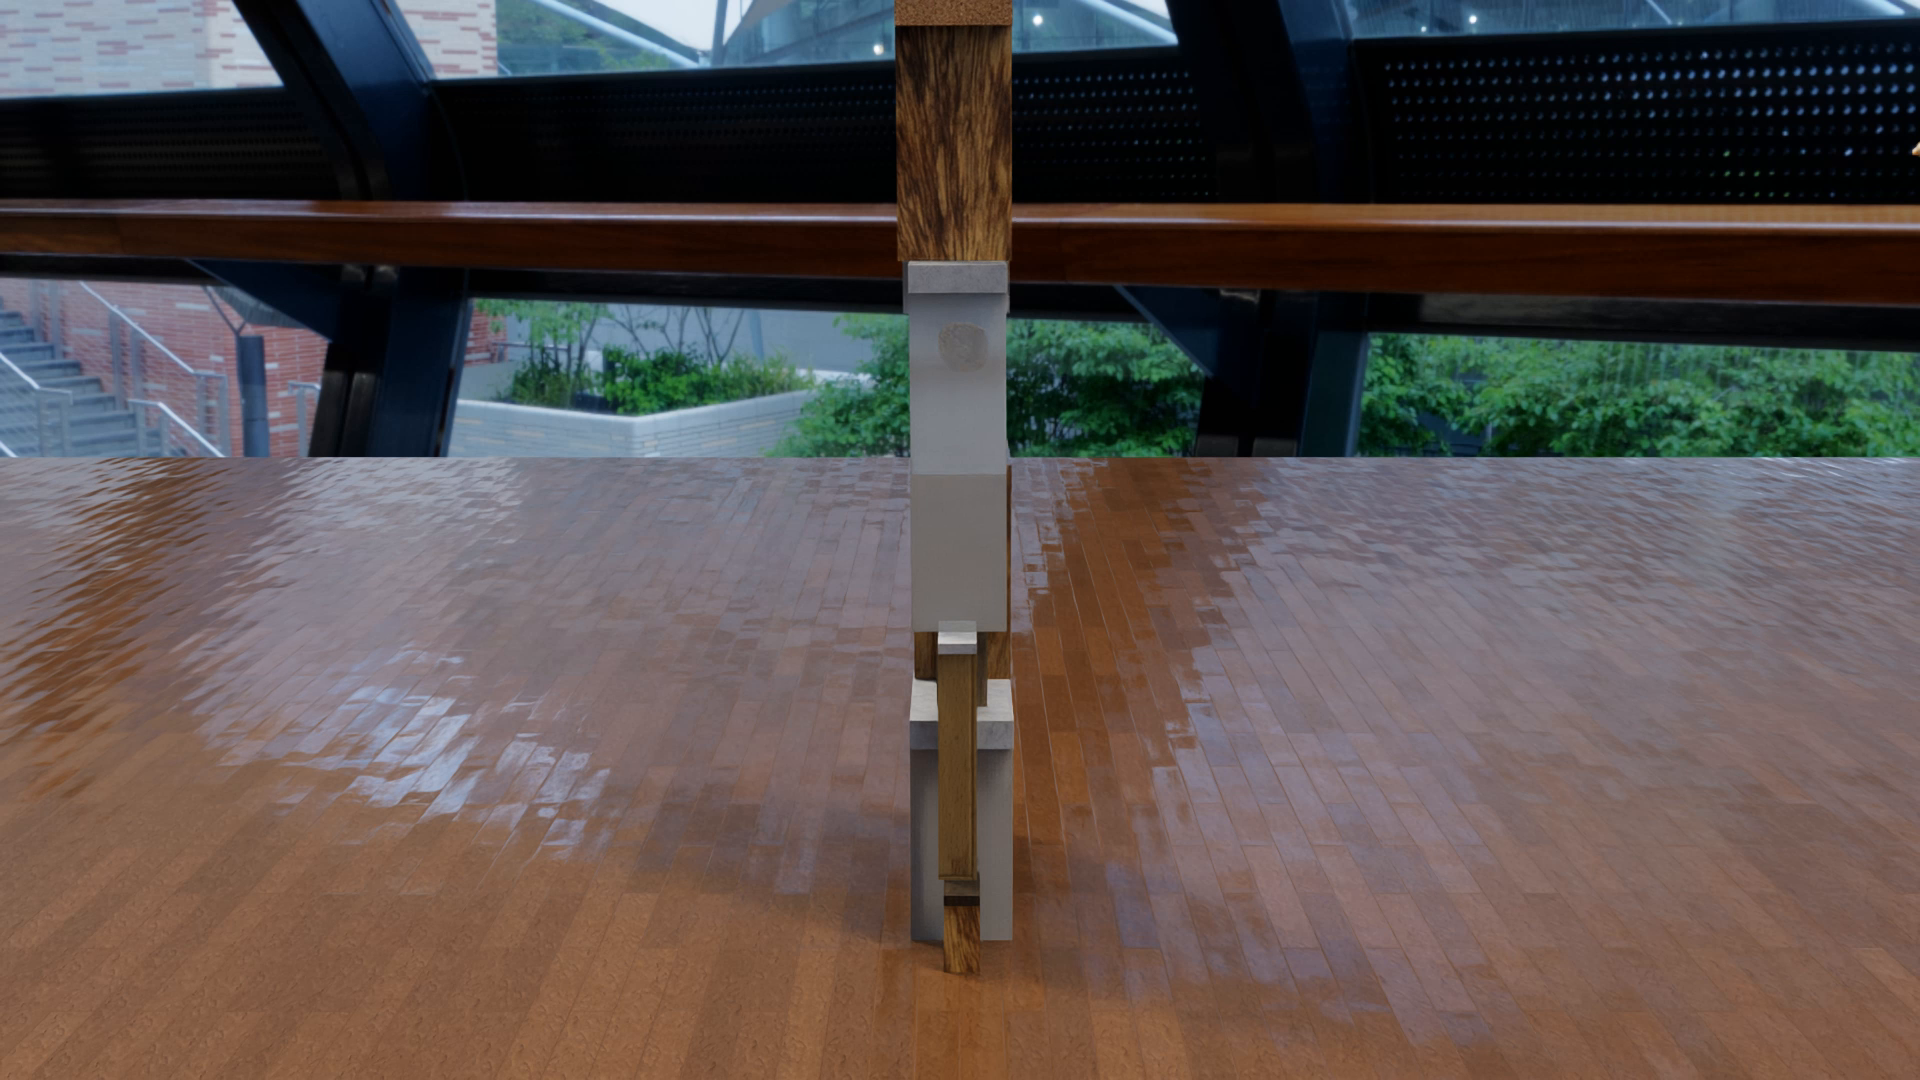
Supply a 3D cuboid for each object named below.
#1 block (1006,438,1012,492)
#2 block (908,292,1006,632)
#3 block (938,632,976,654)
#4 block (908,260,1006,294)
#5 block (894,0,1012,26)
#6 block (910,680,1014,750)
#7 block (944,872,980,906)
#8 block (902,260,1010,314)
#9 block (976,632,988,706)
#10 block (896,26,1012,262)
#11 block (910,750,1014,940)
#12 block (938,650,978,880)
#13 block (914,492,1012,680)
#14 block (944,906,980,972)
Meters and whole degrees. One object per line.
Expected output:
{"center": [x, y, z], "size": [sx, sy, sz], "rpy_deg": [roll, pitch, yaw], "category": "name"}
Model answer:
{"center": [0.004, -0.127, 3.680], "size": [0.158, 0.045, 0.316], "rpy_deg": [0, 11, 0], "category": "block"}
{"center": [-0.002, -0.118, 3.333], "size": [0.145, 0.518, 0.041], "rpy_deg": [0, 10, 0], "category": "block"}
{"center": [-0.004, 0.152, 3.342], "size": [0.059, 0.017, 0.117], "rpy_deg": [0, 10, 0], "category": "block"}
{"center": [-0.003, -0.410, 3.377], "size": [0.145, 0.041, 0.291], "rpy_deg": [0, 10, 0], "category": "block"}
{"center": [-0.009, -0.815, 3.409], "size": [0.174, 0.049, 0.347], "rpy_deg": [0, 11, 0], "category": "block"}
{"center": [0.003, 0.269, 3.522], "size": [0.160, 0.045, 0.320], "rpy_deg": [0, 11, 0], "category": "block"}
{"center": [0.003, 0.531, 3.348], "size": [0.054, 0.015, 0.109], "rpy_deg": [0, 11, 0], "category": "block"}
{"center": [-0.008, -0.593, 3.568], "size": [0.174, 0.446, 0.049], "rpy_deg": [0, 10, 0], "category": "block"}
{"center": [0.004, 0.182, 3.439], "size": [0.078, 0.157, 0.022], "rpy_deg": [0, 11, 0], "category": "block"}
{"center": [-0.009, -0.599, 3.332], "size": [0.174, 0.347, 0.049], "rpy_deg": [0, 10, 0], "category": "block"}
{"center": [0.003, 0.468, 3.451], "size": [0.160, 0.319, 0.045], "rpy_deg": [0, 11, 0], "category": "block"}
{"center": [-0.004, 0.343, 3.338], "size": [0.058, 0.357, 0.017], "rpy_deg": [0, 11, 1], "category": "block"}
{"center": [0.004, 0.069, 3.610], "size": [0.158, 0.316, 0.045], "rpy_deg": [0, 11, 0], "category": "block"}
{"center": [0.003, 0.599, 3.324], "size": [0.054, 0.109, 0.015], "rpy_deg": [0, 11, 0], "category": "block"}
